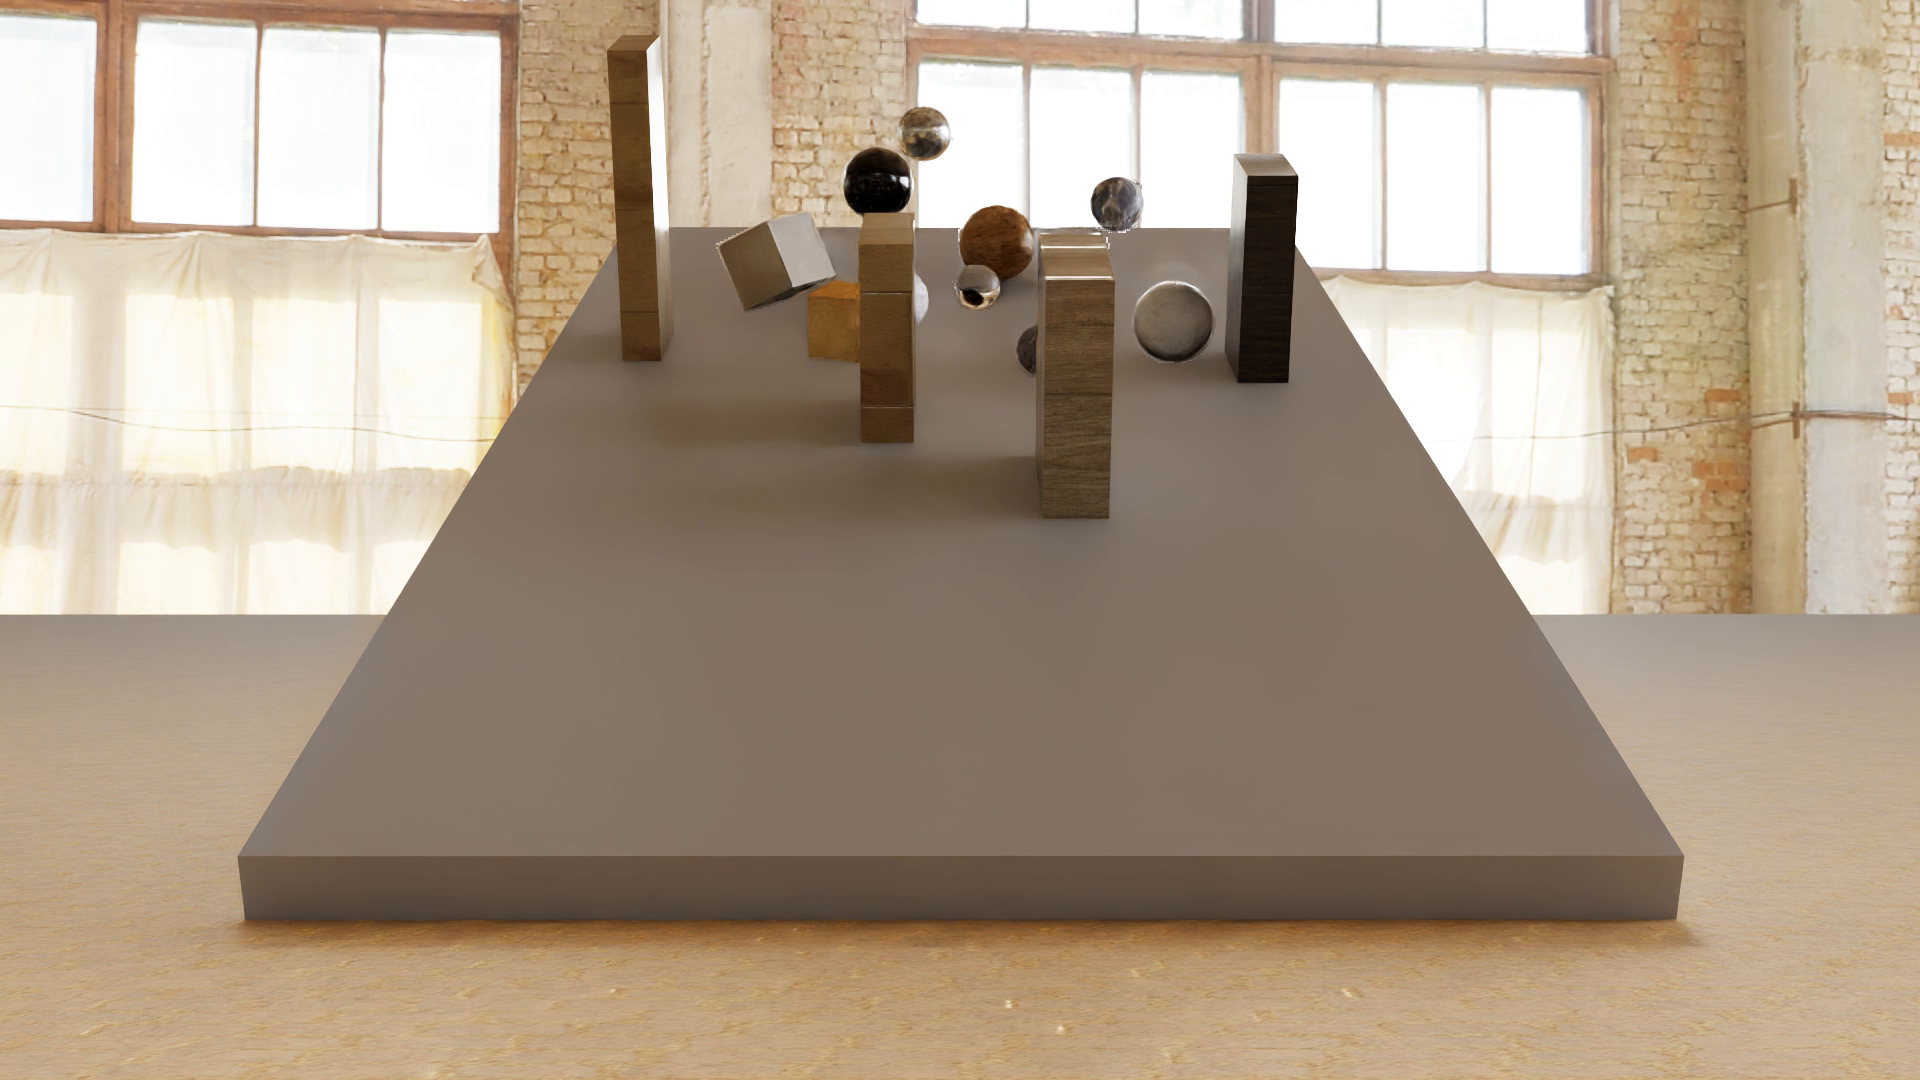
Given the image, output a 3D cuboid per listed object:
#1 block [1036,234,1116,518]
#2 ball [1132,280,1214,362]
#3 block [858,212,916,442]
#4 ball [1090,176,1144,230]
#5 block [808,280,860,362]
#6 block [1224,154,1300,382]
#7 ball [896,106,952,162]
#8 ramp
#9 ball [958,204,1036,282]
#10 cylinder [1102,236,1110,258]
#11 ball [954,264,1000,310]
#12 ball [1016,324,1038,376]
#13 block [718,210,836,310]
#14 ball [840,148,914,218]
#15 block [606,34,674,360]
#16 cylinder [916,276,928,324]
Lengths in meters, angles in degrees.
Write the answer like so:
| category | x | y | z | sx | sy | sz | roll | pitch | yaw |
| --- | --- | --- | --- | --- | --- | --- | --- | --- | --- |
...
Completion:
| category | x | y | z | sx | sy | sz | roll | pitch | yaw |
| --- | --- | --- | --- | --- | --- | --- | --- | --- | --- |
| block | 0.226 | -0.333 | 4.536 | 0.130 | 0.477 | 0.395 | 0 | 20 | 0 |
| ball | 0.510 | -0.524 | 5.441 | 0.193 | 0.193 | 0.193 | 0 | -2 | 0 |
| block | -0.156 | -0.469 | 4.962 | 0.112 | 0.434 | 0.320 | 0 | 20 | 0 |
| ball | 0.423 | -0.907 | 6.126 | 0.146 | 0.146 | 0.146 | 0 | -2 | 0 |
| block | -0.266 | -0.532 | 5.535 | 0.156 | 0.156 | 0.156 | 7 | 22 | 19 |
| block | 0.710 | -0.644 | 5.364 | 0.118 | 0.489 | 0.272 | 0 | 20 | 0 |
| ball | -0.106 | -1.201 | 6.714 | 0.164 | 0.164 | 0.164 | 0 | -2 | 0 |
| ramp | -0.005 | -0.209 | 5.031 | 2.000 | 0.100 | 4.000 | 0 | 20 | 0 |
| ball | 0.102 | -0.813 | 6.221 | 0.209 | 0.209 | 0.209 | 0 | -2 | 0 |
| cylinder | 0.310 | -0.749 | 6.135 | 0.148 | 0.148 | 0.148 | -6 | 0 | -16 |
| ball | 0.045 | -0.664 | 5.948 | 0.118 | 0.118 | 0.118 | 0 | -2 | 0 |
| ball | 0.195 | -0.448 | 5.357 | 0.123 | 0.123 | 0.123 | 0 | -2 | 0 |
| block | -0.472 | -0.722 | 5.870 | 0.180 | 0.180 | 0.180 | -20 | 3 | 37 |
| ball | -0.228 | -0.982 | 6.261 | 0.200 | 0.200 | 0.200 | 0 | -2 | 0 |
| block | -0.769 | -0.826 | 5.483 | 0.092 | 0.741 | 0.258 | 0 | 20 | 0 |
| cylinder | -0.182 | -0.588 | 5.679 | 0.160 | 0.160 | 0.160 | -1 | 19 | 21 |
